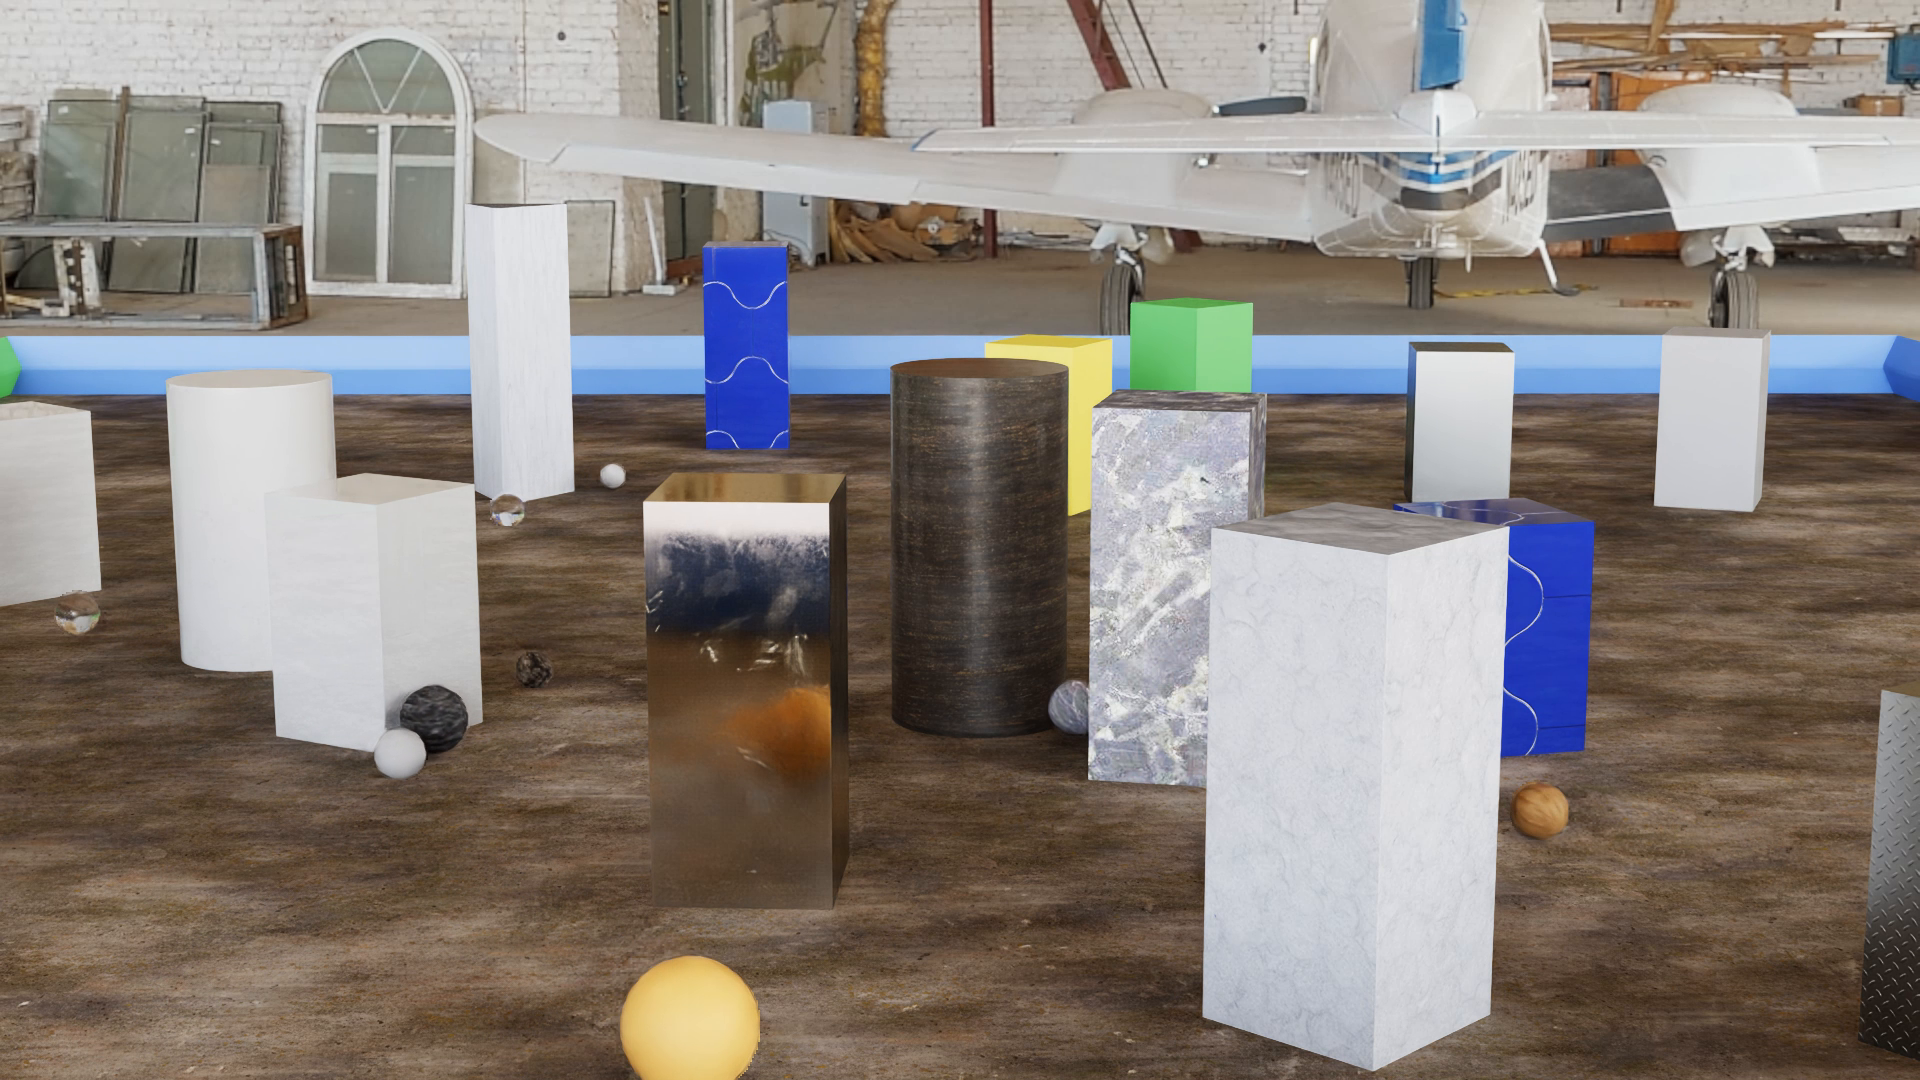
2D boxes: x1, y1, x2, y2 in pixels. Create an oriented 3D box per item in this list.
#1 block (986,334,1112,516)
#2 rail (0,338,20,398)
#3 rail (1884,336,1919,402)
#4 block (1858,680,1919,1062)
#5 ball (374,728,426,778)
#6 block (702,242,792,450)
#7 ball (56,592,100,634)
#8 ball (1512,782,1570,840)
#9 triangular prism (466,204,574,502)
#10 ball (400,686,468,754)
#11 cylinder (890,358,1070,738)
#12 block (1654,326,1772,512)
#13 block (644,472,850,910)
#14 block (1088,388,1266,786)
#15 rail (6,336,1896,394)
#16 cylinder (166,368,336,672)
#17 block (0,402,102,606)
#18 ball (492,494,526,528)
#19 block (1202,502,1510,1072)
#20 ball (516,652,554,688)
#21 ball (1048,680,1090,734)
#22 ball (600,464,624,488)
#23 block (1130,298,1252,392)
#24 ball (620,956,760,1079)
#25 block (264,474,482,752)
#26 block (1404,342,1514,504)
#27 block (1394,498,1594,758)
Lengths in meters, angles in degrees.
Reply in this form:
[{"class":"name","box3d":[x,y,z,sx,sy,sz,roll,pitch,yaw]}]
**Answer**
[{"class":"block","box3d":[0.148,-0.195,4.284,0.159,0.275,0.159,5,12,27]},{"class":"rail","box3d":[-2.093,0.035,3.437,0.045,0.129,4.684,0,10,0]},{"class":"rail","box3d":[2.093,0.031,3.461,0.045,0.129,4.684,0,10,0]},{"class":"block","box3d":[0.790,0.247,1.902,0.159,0.273,0.159,-8,13,-37]},{"class":"ball","box3d":[-0.579,0.221,2.652,0.052,0.052,0.052,0,10,0]},{"class":"block","box3d":[-0.411,-0.380,4.976,0.159,0.387,0.159,0,10,-2]},{"class":"ball","box3d":[-1.143,0.095,3.325,0.054,0.054,0.054,0,10,0]},{"class":"ball","box3d":[0.553,0.258,2.444,0.054,0.054,0.054,0,10,0]},{"class":"triangular prism","box3d":[-0.778,-0.323,4.374,0.149,0.494,0.172,7,12,32]},{"class":"ball","box3d":[-0.564,0.192,2.750,0.072,0.072,0.072,0,10,0]},{"class":"cylinder","box3d":[0.021,0.004,2.873,0.198,0.397,0.198,0,10,0]},{"class":"block","box3d":[1.266,-0.206,4.314,0.159,0.287,0.159,4,11,22]},{"class":"block","box3d":[-0.186,0.131,2.290,0.159,0.360,0.159,1,10,3]},{"class":"block","box3d":[0.228,0.047,2.673,0.159,0.387,0.159,2,11,13]},{"class":"rail","box3d":[-0.013,-0.389,5.728,4.233,0.129,0.045,0,10,0]},{"class":"cylinder","box3d":[-0.874,-0.028,3.187,0.198,0.347,0.198,0,10,0]},{"class":"block","box3d":[-1.320,-0.053,3.578,0.159,0.254,0.159,9,14,41]},{"class":"ball","box3d":[-0.721,-0.047,4.097,0.053,0.053,0.053,0,10,0]},{"class":"block","box3d":[0.300,0.180,1.957,0.159,0.385,0.159,10,14,43]},{"class":"ball","box3d":[-0.504,0.154,3.037,0.044,0.044,0.044,0,10,0]},{"class":"ball","box3d":[0.128,0.185,2.826,0.060,0.060,0.060,0,10,0]},{"class":"ball","box3d":[-0.606,-0.111,4.469,0.043,0.043,0.043,0,10,0]},{"class":"block","box3d":[0.426,-0.290,4.737,0.159,0.297,0.159,-10,15,-44]},{"class":"ball","box3d":[-0.193,0.348,1.836,0.099,0.099,0.099,0,10,0]},{"class":"block","box3d":[-0.644,0.077,2.828,0.159,0.271,0.159,6,12,29]},{"class":"block","box3d":[0.837,-0.194,4.314,0.159,0.262,0.159,1,11,5]},{"class":"block","box3d":[0.575,0.093,2.794,0.159,0.251,0.159,-3,11,-15]}]
